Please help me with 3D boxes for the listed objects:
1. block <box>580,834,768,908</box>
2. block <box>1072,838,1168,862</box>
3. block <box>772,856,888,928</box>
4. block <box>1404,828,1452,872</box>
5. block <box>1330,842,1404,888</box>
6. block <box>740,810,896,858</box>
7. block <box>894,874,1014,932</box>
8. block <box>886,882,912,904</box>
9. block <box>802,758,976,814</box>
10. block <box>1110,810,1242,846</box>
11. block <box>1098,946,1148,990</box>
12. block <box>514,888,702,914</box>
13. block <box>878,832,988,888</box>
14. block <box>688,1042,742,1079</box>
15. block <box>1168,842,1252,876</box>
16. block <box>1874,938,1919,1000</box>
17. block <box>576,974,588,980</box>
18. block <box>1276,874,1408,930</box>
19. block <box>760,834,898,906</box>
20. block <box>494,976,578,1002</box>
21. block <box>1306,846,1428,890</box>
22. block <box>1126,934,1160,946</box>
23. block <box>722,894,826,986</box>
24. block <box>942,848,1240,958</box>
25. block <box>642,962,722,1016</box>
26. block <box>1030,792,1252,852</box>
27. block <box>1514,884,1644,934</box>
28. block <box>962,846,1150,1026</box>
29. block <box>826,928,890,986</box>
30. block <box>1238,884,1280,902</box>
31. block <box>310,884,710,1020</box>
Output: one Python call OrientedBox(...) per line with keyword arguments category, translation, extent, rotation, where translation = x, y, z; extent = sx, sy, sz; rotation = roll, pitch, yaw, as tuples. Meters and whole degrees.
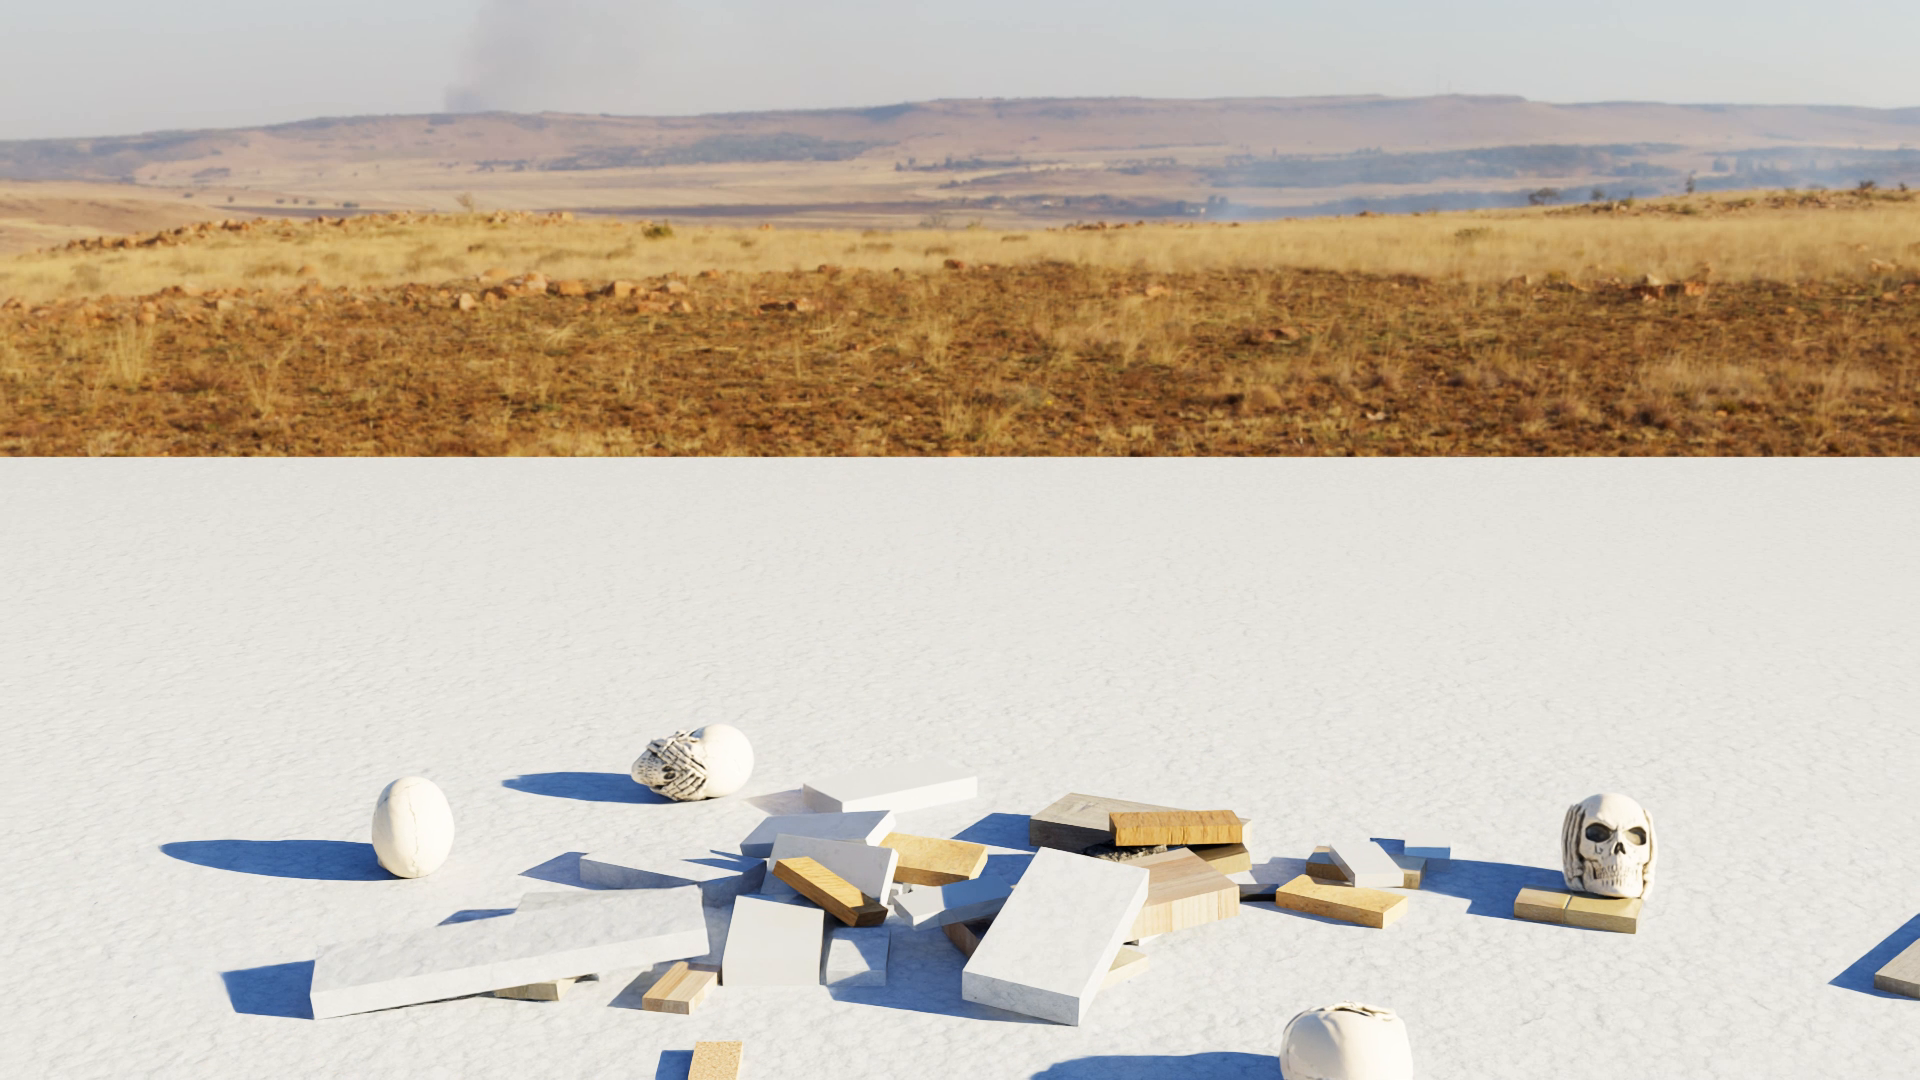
OrientedBox(category="block", translation=(-0.485, 0.559, 3.724), extent=(0.285, 0.040, 0.143), rotation=(6, 12, 28))
OrientedBox(category="block", translation=(0.232, 0.544, 3.697), extent=(0.212, 0.030, 0.106), rotation=(-15, 11, -15))
OrientedBox(category="block", translation=(-0.208, 0.564, 3.531), extent=(0.176, 0.025, 0.088), rotation=(28, 10, 29))
OrientedBox(category="block", translation=(0.821, 0.543, 3.860), extent=(0.079, 0.022, 0.158), rotation=(2, 11, 13))
OrientedBox(category="block", translation=(0.682, 0.545, 3.699), extent=(0.081, 0.023, 0.162), rotation=(-1, 11, -6))
OrientedBox(category="block", translation=(-0.242, 0.499, 3.727), extent=(0.250, 0.029, 0.102), rotation=(-7, 18, 27))
OrientedBox(category="block", translation=(-0.006, 0.564, 3.426), extent=(0.175, 0.025, 0.088), rotation=(-9, 16, -21))
OrientedBox(category="block", translation=(-0.185, 0.558, 3.683), extent=(0.211, 0.030, 0.105), rotation=(6, 22, 16))
OrientedBox(category="block", translation=(-0.133, 0.475, 4.174), extent=(0.297, 0.042, 0.148), rotation=(-7, 13, -33))
OrientedBox(category="block", translation=(0.364, 0.487, 3.723), extent=(0.212, 0.030, 0.106), rotation=(-1, 7, -3))
OrientedBox(category="block", translation=(0.200, 0.646, 3.303), extent=(0.081, 0.023, 0.162), rotation=(10, 15, 44))
OrientedBox(category="block", translation=(-0.555, 0.592, 3.498), extent=(0.285, 0.040, 0.143), rotation=(-1, 3, -5))
OrientedBox(category="block", translation=(-0.071, 0.533, 3.662), extent=(0.211, 0.030, 0.105), rotation=(6, 22, 15))
OrientedBox(category="block", translation=(-0.330, 0.711, 2.968), extent=(0.064, 0.018, 0.128), rotation=(0, 11, -2))
OrientedBox(category="block", translation=(0.374, 0.545, 3.688), extent=(0.212, 0.030, 0.106), rotation=(-13, 10, -1))
OrientedBox(category="block", translation=(1.555, 0.624, 3.423), extent=(0.081, 0.023, 0.510), rotation=(9, 14, 40))
OrientedBox(category="block", translation=(-0.567, 0.638, 3.361), extent=(0.064, 0.018, 0.128), rotation=(7, 13, 32))
OrientedBox(category="block", translation=(0.623, 0.590, 3.594), extent=(0.190, 0.027, 0.095), rotation=(7, 13, 34))
OrientedBox(category="block", translation=(-0.215, 0.549, 3.614), extent=(0.211, 0.105, 0.030), rotation=(4, -27, 21))
OrientedBox(category="block", translation=(-0.610, 0.625, 3.304), extent=(0.102, 0.029, 0.203), rotation=(0, 19, 15))
OrientedBox(category="block", translation=(0.695, 0.559, 3.760), extent=(0.190, 0.027, 0.095), rotation=(4, 11, 20))
OrientedBox(category="block", translation=(0.296, 0.607, 3.515), extent=(0.079, 0.022, 0.158), rotation=(8, 13, 36))
OrientedBox(category="block", translation=(-0.285, 0.618, 3.409), extent=(0.143, 0.040, 0.285), rotation=(0, 11, -1))
OrientedBox(category="block", translation=(0.205, 0.581, 3.465), extent=(0.436, 0.050, 0.177), rotation=(-9, 16, -21))
OrientedBox(category="block", translation=(-0.407, 0.659, 3.239), extent=(0.072, 0.020, 0.143), rotation=(3, 11, 13))
OrientedBox(category="block", translation=(0.321, 0.520, 3.910), extent=(0.354, 0.050, 0.177), rotation=(5, 12, 27))
OrientedBox(category="block", translation=(1.002, 0.597, 3.559), extent=(0.190, 0.027, 0.095), rotation=(5, 11, 23))
OrientedBox(category="block", translation=(0.148, 0.587, 3.291), extent=(0.177, 0.050, 0.354), rotation=(10, 26, 18))
OrientedBox(category="block", translation=(-0.153, 0.635, 3.358), extent=(0.088, 0.025, 0.178), rotation=(0, 11, 1))
OrientedBox(category="block", translation=(0.484, 0.586, 3.654), extent=(0.097, 0.014, 0.049), rotation=(0, 11, -1))
OrientedBox(category="block", translation=(-0.663, 0.607, 3.257), extent=(0.567, 0.042, 0.148), rotation=(-8, 18, -10))
